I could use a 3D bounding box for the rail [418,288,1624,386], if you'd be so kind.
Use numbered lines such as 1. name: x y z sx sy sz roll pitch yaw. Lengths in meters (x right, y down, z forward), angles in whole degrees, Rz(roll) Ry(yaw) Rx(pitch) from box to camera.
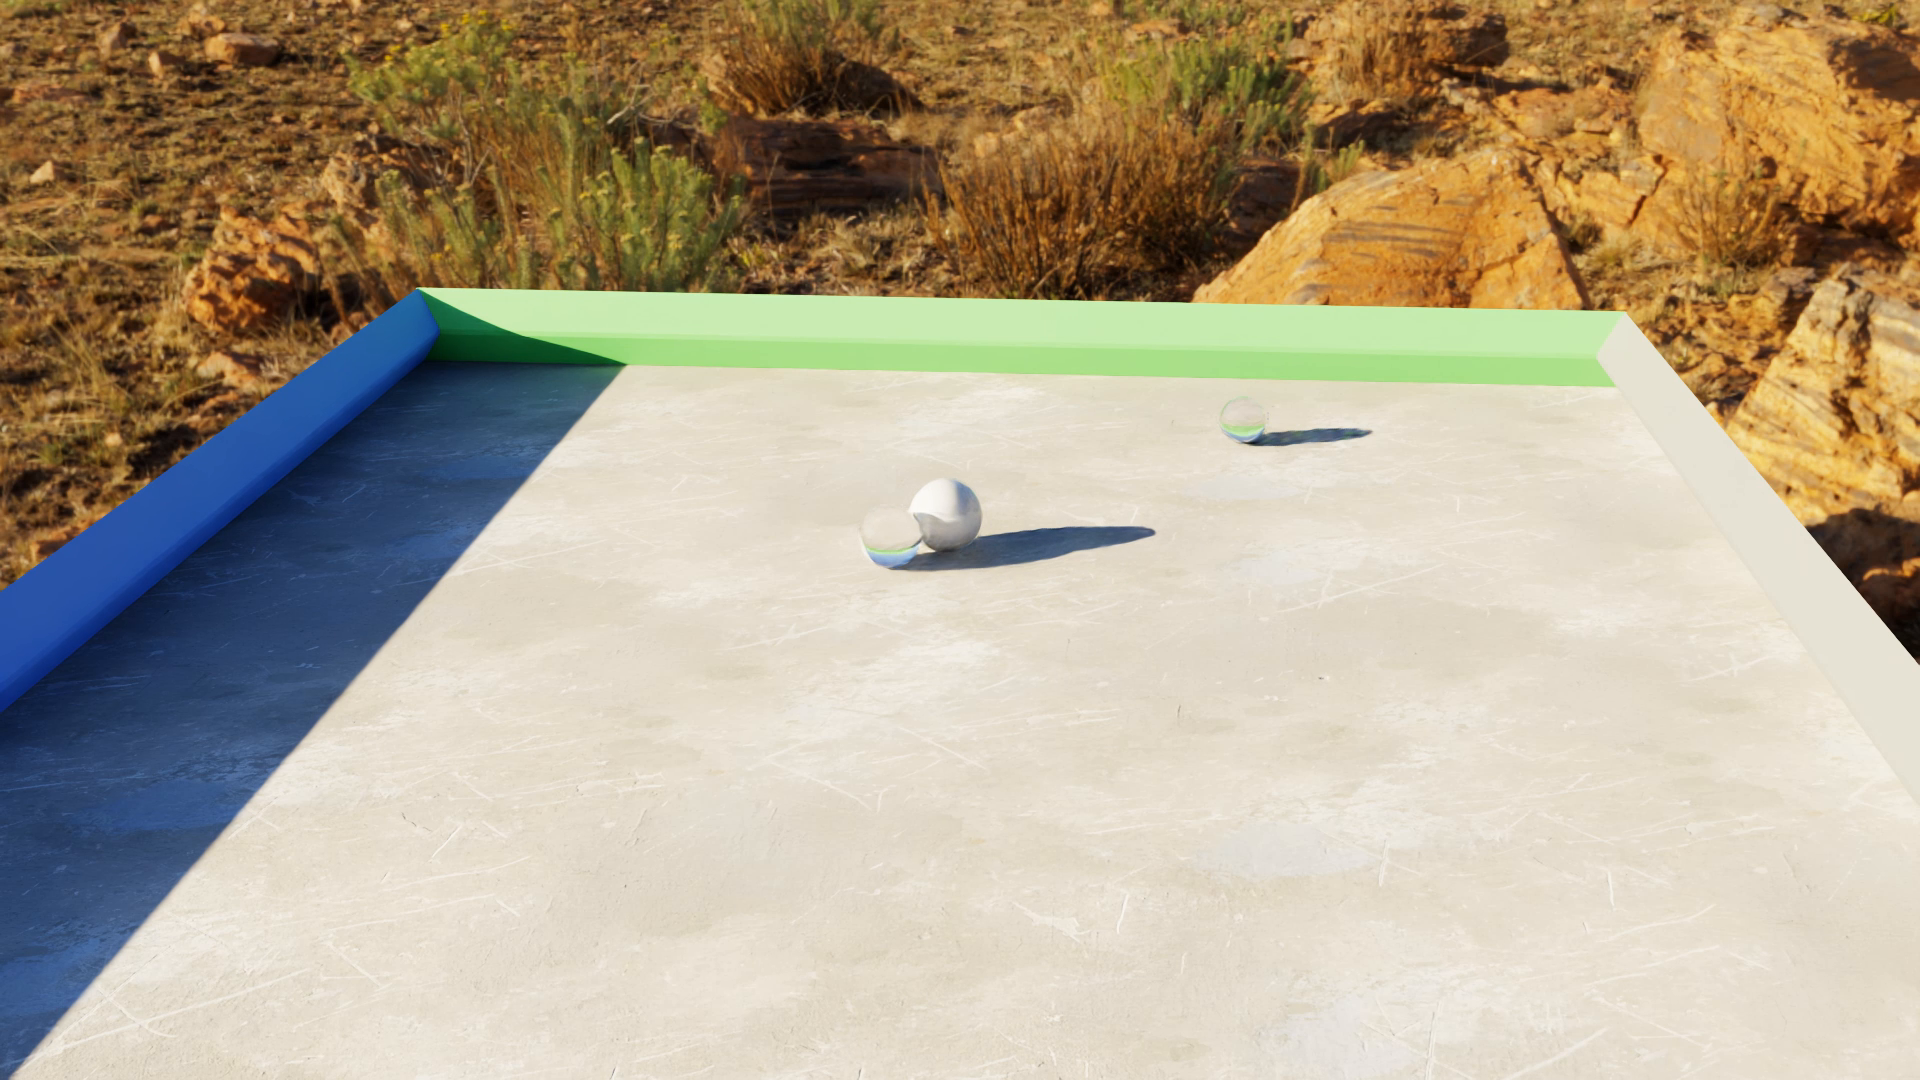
1. rail: 0.072 -0.303 3.334 1.837 0.114 0.045 2 20 5

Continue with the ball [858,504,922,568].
1. ball: -0.082 -0.004 2.564 0.074 0.074 0.074 0 20 0

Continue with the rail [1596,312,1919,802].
1. rail: 0.818 0.303 1.646 0.045 0.114 3.496 2 20 5

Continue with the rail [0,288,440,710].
1. rail: -0.965 0.253 1.788 0.045 0.114 3.496 2 20 5

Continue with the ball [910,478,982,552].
1. ball: -0.017 -0.029 2.612 0.088 0.088 0.088 0 20 0

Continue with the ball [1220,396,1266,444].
1. ball: 0.389 -0.165 3.026 0.064 0.064 0.064 0 20 0
